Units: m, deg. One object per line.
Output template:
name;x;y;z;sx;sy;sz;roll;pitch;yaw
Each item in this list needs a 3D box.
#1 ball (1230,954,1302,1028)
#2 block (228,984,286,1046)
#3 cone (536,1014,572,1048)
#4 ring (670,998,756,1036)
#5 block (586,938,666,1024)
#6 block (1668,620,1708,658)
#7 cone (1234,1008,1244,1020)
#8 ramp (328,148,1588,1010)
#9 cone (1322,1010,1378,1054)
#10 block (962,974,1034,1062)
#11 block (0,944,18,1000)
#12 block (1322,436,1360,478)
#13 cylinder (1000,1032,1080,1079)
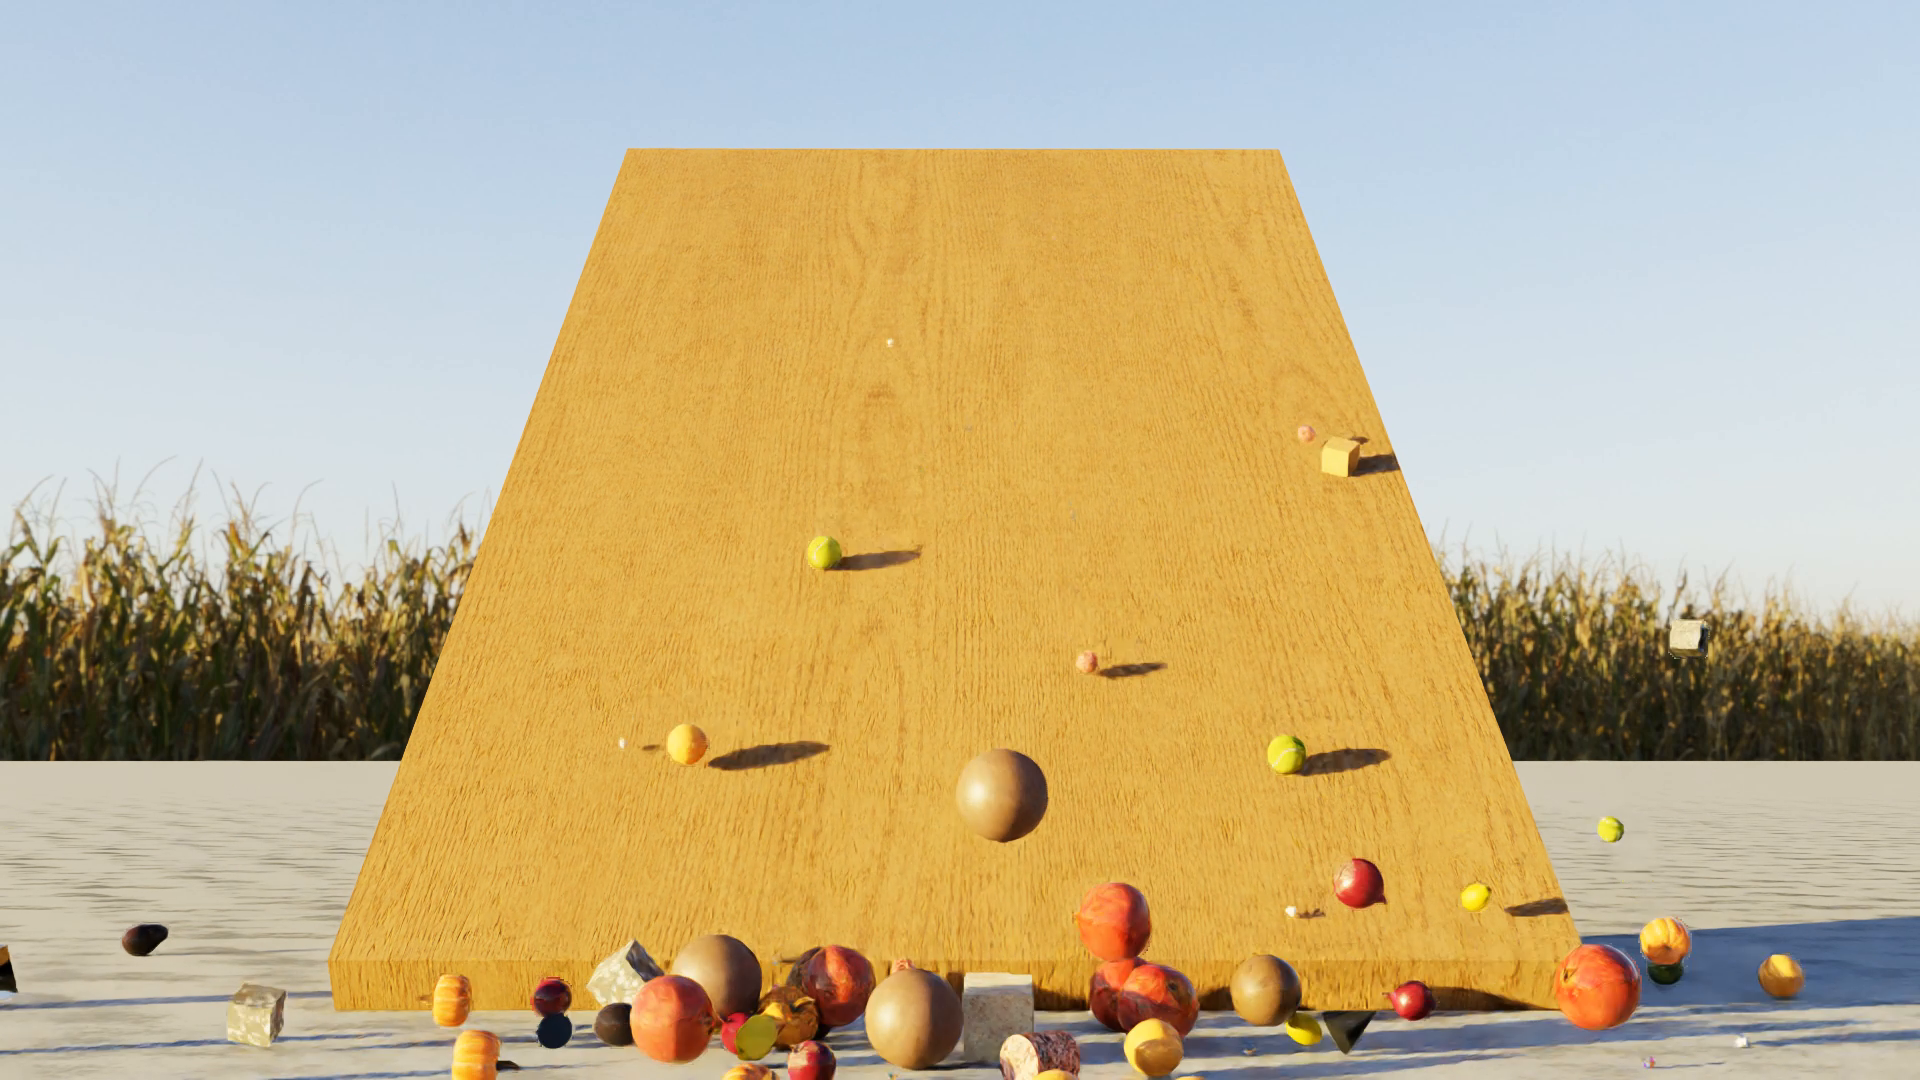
ball;0.417;0.614;3.246;0.097;0.097;0.097;0;-5;0
block;-0.971;0.655;3.290;0.058;0.058;0.058;8;17;2
cone;-0.566;0.698;3.351;0.050;0.050;0.050;0;-28;1
ring;-0.365;0.703;3.518;0.128;0.043;0.128;6;-6;1
block;-0.497;0.659;3.560;0.076;0.076;0.076;-37;8;12
block;1.478;0.200;4.838;0.058;0.058;0.058;2;-19;31
cone;0.459;0.691;3.662;0.072;0.072;0.072;-2;25;1
ramp;-0.011;-0.223;5.575;2.000;0.100;4.000;0;28;0
cone;0.540;0.656;3.249;0.067;0.067;0.067;-30;-13;12
block;0.052;0.646;3.225;0.093;0.093;0.093;0;7;2
block;-1.596;0.708;3.864;0.081;0.081;0.081;-3;11;34
block;0.852;-0.186;5.336;0.062;0.062;0.062;16;32;27
cylinder;0.098;0.638;2.918;0.070;0.070;0.070;10;-10;-41
